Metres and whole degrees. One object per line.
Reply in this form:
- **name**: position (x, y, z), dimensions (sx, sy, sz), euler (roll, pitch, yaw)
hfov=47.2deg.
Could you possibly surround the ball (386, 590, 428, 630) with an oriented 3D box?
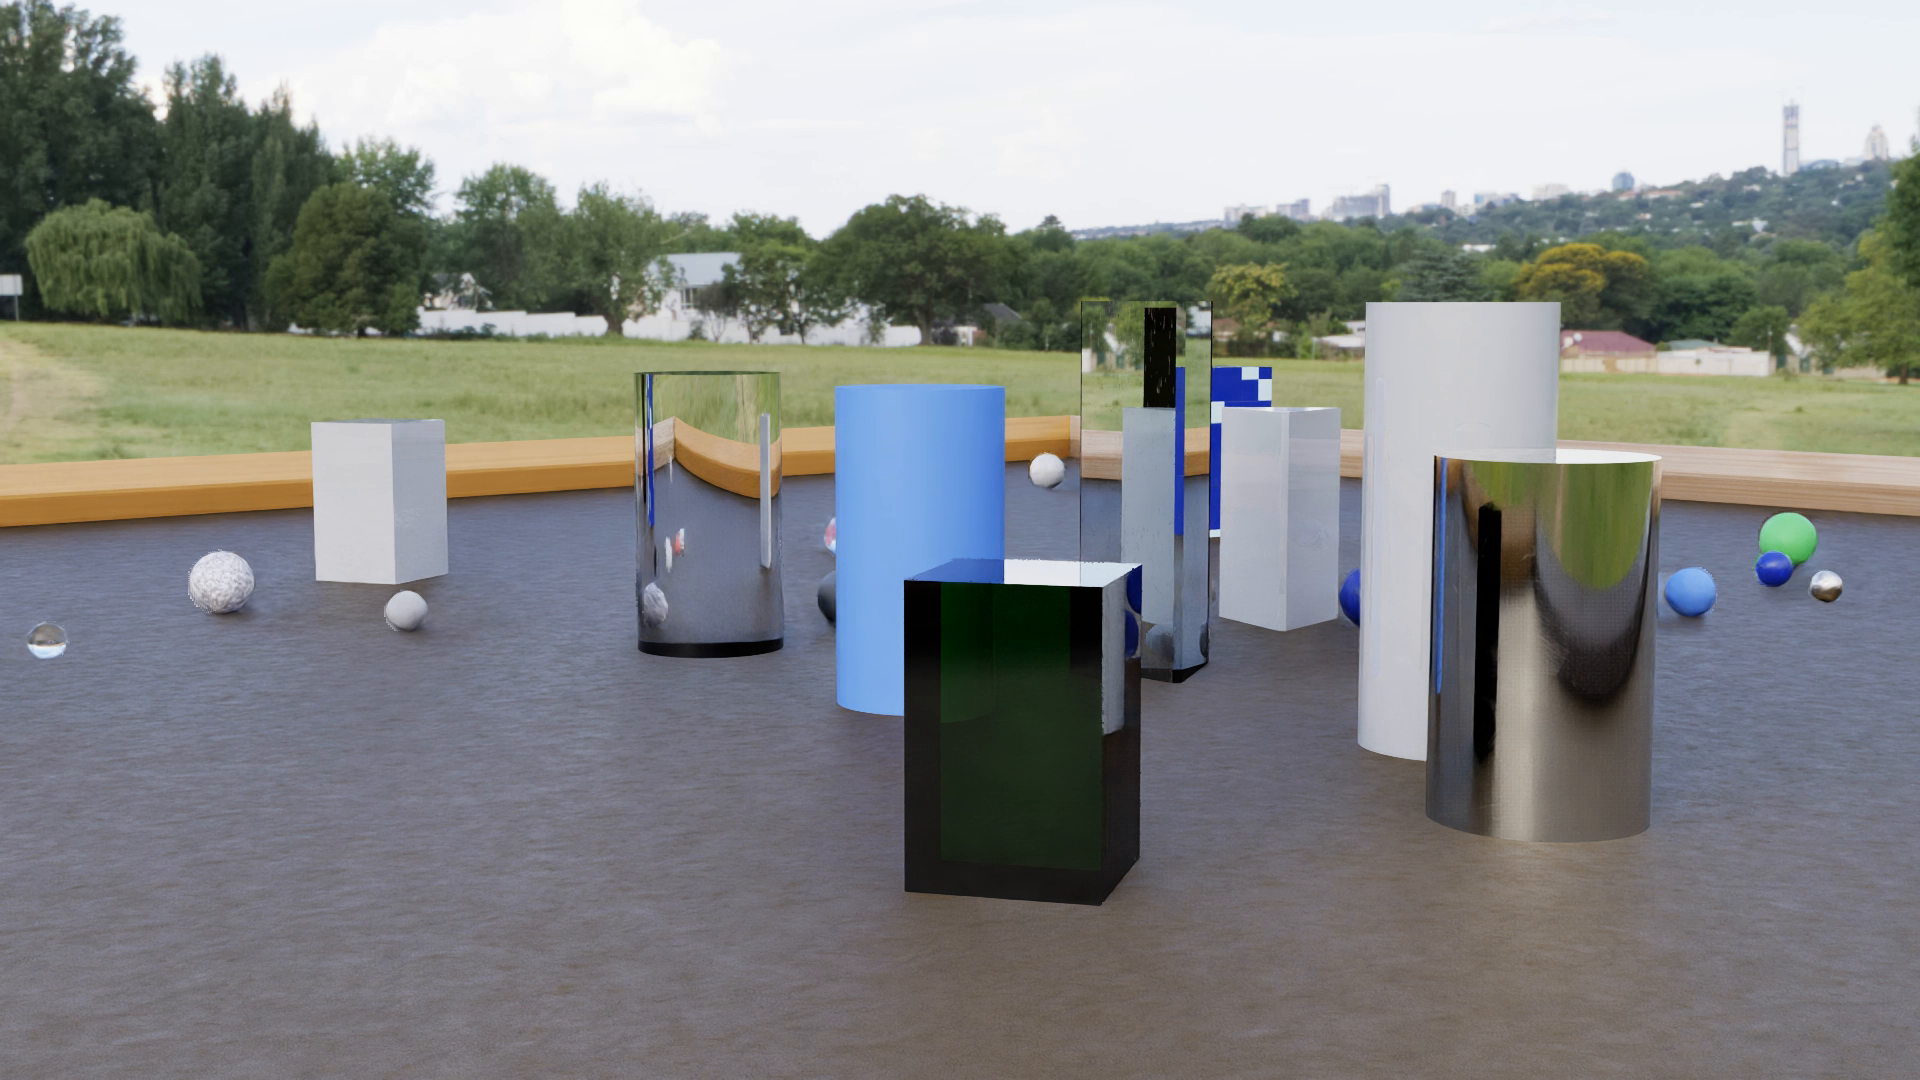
- **ball**: position (-0.766, 0.098, 3.046), dimensions (0.056, 0.056, 0.056), euler (0, 6, 0)

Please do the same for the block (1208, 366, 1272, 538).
- **block**: position (0.511, -0.180, 4.382), dimensions (0.153, 0.330, 0.153), euler (-4, 7, -30)

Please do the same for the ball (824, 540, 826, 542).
- **ball**: position (-0.221, -0.002, 4.009), dimensions (0.052, 0.052, 0.052), euler (0, 6, 0)

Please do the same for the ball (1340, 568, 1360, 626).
- **ball**: position (0.574, 0.080, 3.069), dimensions (0.087, 0.087, 0.087), euler (0, 6, 0)

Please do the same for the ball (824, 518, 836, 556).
- **ball**: position (-0.201, -0.007, 3.920), dimensions (0.081, 0.081, 0.081), euler (0, 6, 0)

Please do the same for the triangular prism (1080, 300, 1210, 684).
- **triangular prism**: position (0.257, -0.066, 2.707), dimensions (0.144, 0.453, 0.166), euler (-5, 8, -42)

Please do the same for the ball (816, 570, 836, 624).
- **ball**: position (-0.162, 0.080, 3.102), dimensions (0.080, 0.080, 0.080), euler (0, 6, 0)

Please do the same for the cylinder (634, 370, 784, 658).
- **cylinder**: position (-0.329, -0.038, 2.884), dimensions (0.191, 0.361, 0.191), euler (0, 6, 0)

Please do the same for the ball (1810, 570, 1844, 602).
- **ball**: position (1.318, 0.070, 3.346), dimensions (0.048, 0.048, 0.048), euler (0, 6, 0)

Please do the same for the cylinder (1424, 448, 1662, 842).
- **cylinder**: position (0.507, 0.085, 1.917), dimensions (0.191, 0.318, 0.191), euler (0, 6, 0)

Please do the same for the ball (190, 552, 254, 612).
- **ball**: position (-1.084, 0.062, 3.227), dimensions (0.090, 0.090, 0.090), euler (0, 6, 0)

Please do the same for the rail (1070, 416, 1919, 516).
- **rail**: position (1.796, -0.141, 4.980), dimensions (0.045, 0.124, 4.377), euler (-6, 8, -42)

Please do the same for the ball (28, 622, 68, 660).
- **ball**: position (-1.162, 0.128, 2.800), dimensions (0.047, 0.047, 0.047), euler (0, 6, 0)

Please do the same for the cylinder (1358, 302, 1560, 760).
- **cylinder**: position (0.504, -0.014, 2.231), dimensions (0.191, 0.450, 0.191), euler (0, 6, 0)

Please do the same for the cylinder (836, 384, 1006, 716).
- **cylinder**: position (-0.045, 0.005, 2.487), dimensions (0.191, 0.357, 0.191), euler (0, 6, 0)

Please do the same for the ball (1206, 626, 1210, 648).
- **ball**: position (0.296, 0.124, 2.821), dimensions (0.050, 0.050, 0.050), euler (0, 6, 0)

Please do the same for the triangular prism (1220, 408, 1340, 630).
- **triangular prism**: position (0.437, -0.036, 3.137), dimensions (0.144, 0.303, 0.166), euler (4, 7, 36)

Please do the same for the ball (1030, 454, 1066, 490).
- **ball**: position (0.216, -0.170, 5.434), dimensions (0.088, 0.088, 0.088), euler (0, 6, 0)

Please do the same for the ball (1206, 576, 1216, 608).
- **ball**: position (0.352, 0.077, 3.253), dimensions (0.055, 0.055, 0.055), euler (0, 6, 0)

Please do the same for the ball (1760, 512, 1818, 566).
- **ball**: position (1.431, -0.001, 3.799), dimensions (0.094, 0.094, 0.094), euler (0, 6, 0)

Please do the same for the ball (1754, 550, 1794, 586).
- **ball**: position (1.306, 0.046, 3.529), dimensions (0.058, 0.058, 0.058), euler (0, 6, 0)

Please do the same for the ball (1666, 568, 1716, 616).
- **ball**: position (1.058, 0.076, 3.184), dimensions (0.071, 0.071, 0.071), euler (0, 6, 0)

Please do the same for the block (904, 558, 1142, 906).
- **block**: position (0.052, 0.144, 1.725), dimensions (0.153, 0.240, 0.153), euler (2, 6, 16)

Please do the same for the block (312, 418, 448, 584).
- **block**: position (-0.960, -0.067, 3.644), dimensions (0.153, 0.260, 0.153), euler (2, 6, 20)

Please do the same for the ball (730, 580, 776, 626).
- **ball**: position (-0.291, 0.089, 3.101), dimensions (0.063, 0.063, 0.063), euler (0, 6, 0)

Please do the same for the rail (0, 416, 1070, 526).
- **rail**: position (-1.468, -0.134, 4.914), dimensions (4.934, 0.124, 0.045), euler (-6, 8, -42)
